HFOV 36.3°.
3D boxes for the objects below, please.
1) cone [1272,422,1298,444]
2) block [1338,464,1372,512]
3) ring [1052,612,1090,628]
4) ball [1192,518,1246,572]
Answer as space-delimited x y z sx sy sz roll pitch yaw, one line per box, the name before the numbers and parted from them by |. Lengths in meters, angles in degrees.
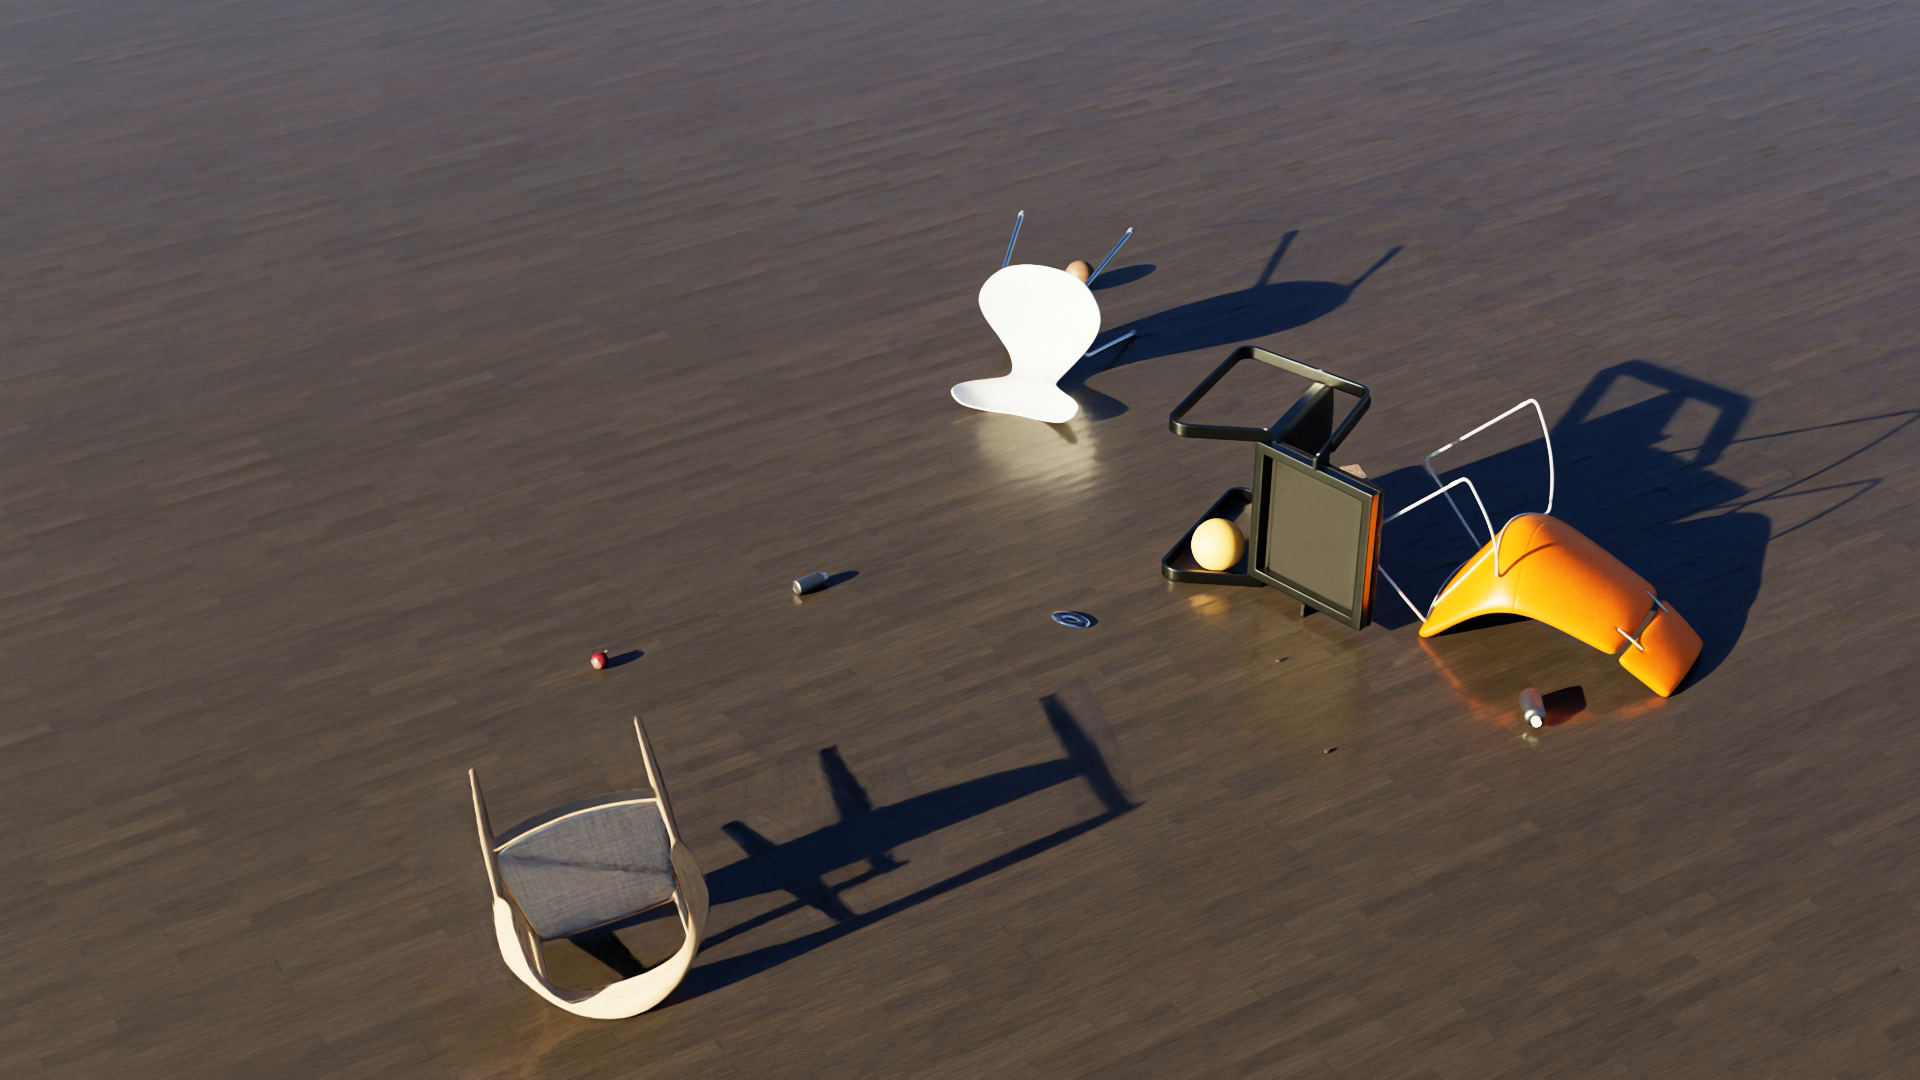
cone | 1.294 -0.403 11.521 0.086 0.085 0.135 36 45 5
block | 1.504 -0.198 11.146 0.069 0.109 0.154 -8 34 -12
ring | 0.396 0.285 10.496 0.148 0.018 0.075 16 37 22
ball | 0.946 0.018 10.738 0.197 0.197 0.197 0 33 0
